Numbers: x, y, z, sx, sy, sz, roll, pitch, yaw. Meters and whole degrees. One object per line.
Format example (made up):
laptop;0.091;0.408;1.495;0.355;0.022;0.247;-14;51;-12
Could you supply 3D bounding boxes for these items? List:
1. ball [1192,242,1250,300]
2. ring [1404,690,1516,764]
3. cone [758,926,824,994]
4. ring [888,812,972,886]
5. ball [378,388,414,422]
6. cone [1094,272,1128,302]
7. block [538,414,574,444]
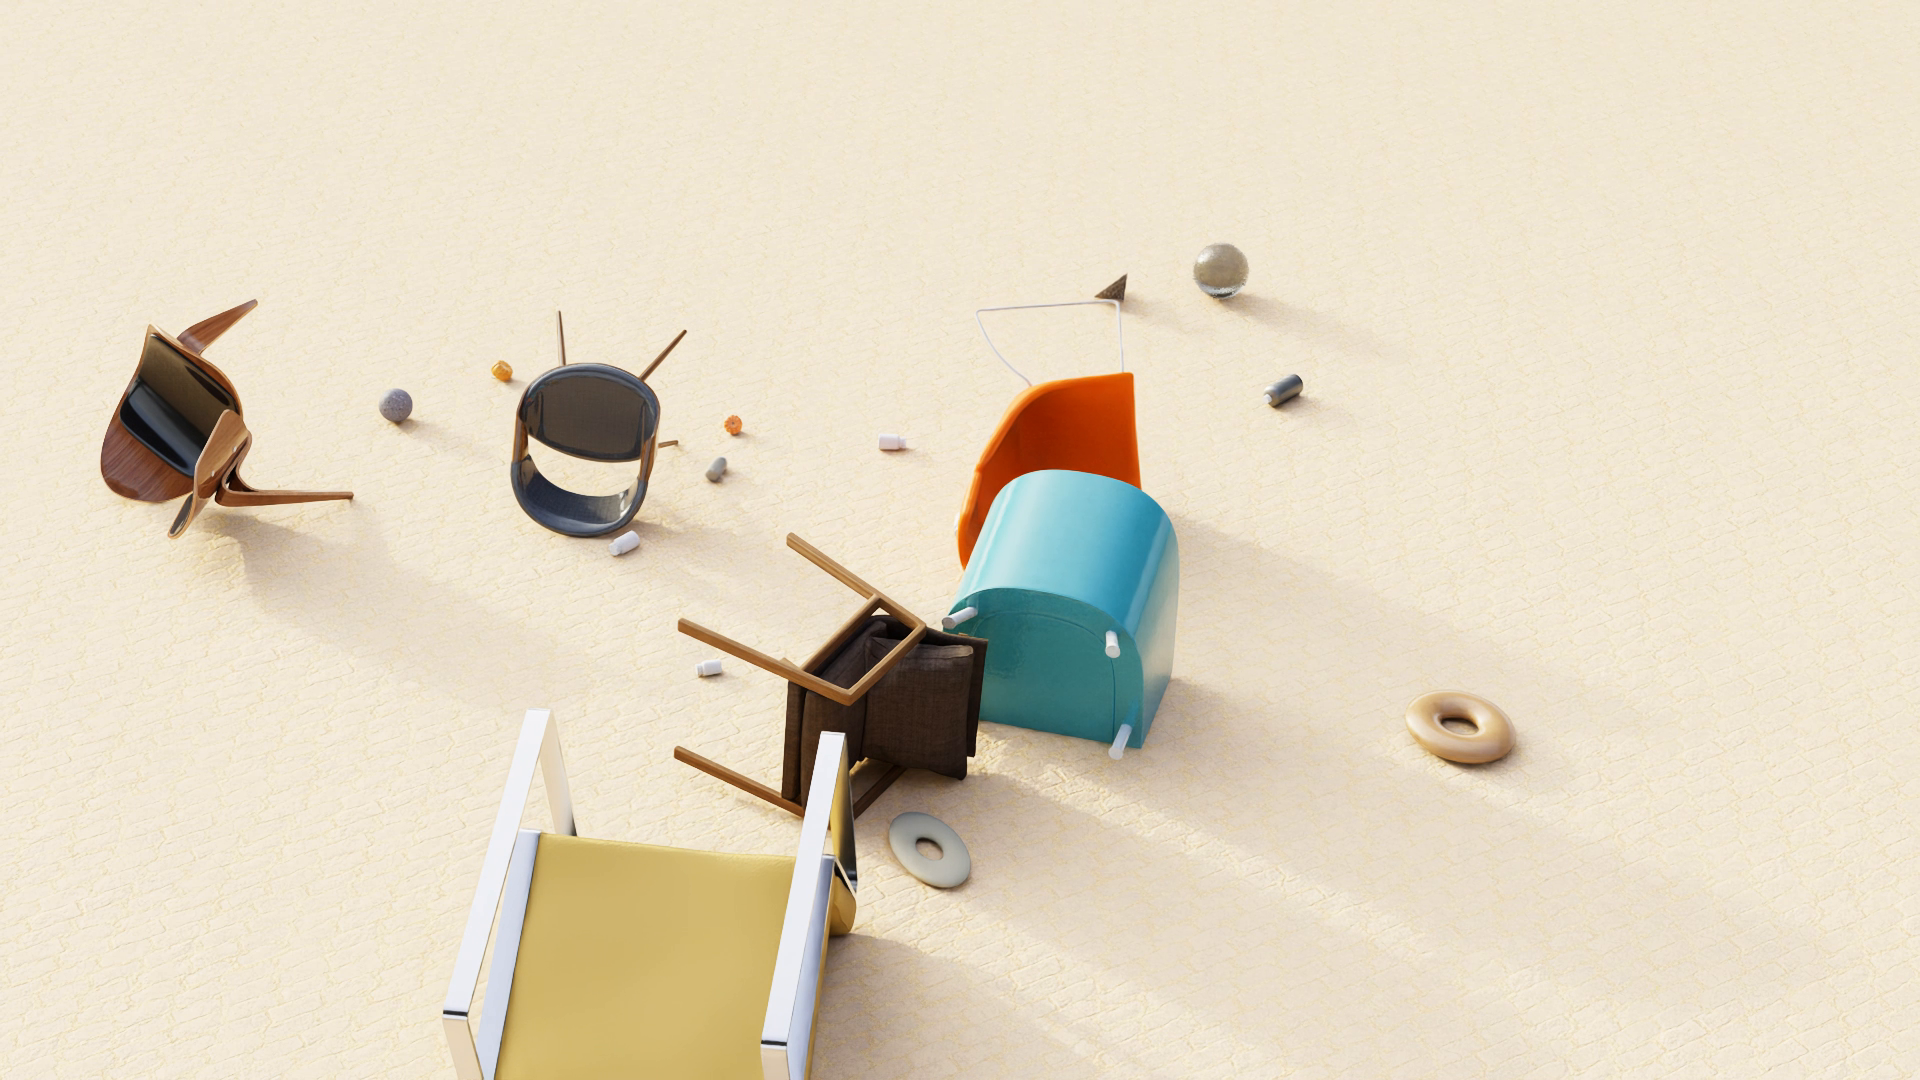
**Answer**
ball;1.110;-1.144;12.463;0.240;0.240;0.240;0;33;0
ring;1.692;0.629;9.922;0.349;0.075;0.407;-19;37;-27
cone;-0.541;1.276;8.927;0.215;0.204;0.140;-4;0;43
ring;-0.098;0.991;9.397;0.225;0.050;0.393;-15;37;-22
ball;-2.239;-0.535;11.633;0.136;0.136;0.136;0;33;0
cone;0.669;-1.050;12.478;0.181;0.094;0.188;-36;3;7
block;-1.593;-0.435;11.560;0.109;0.049;0.119;-14;36;-21
